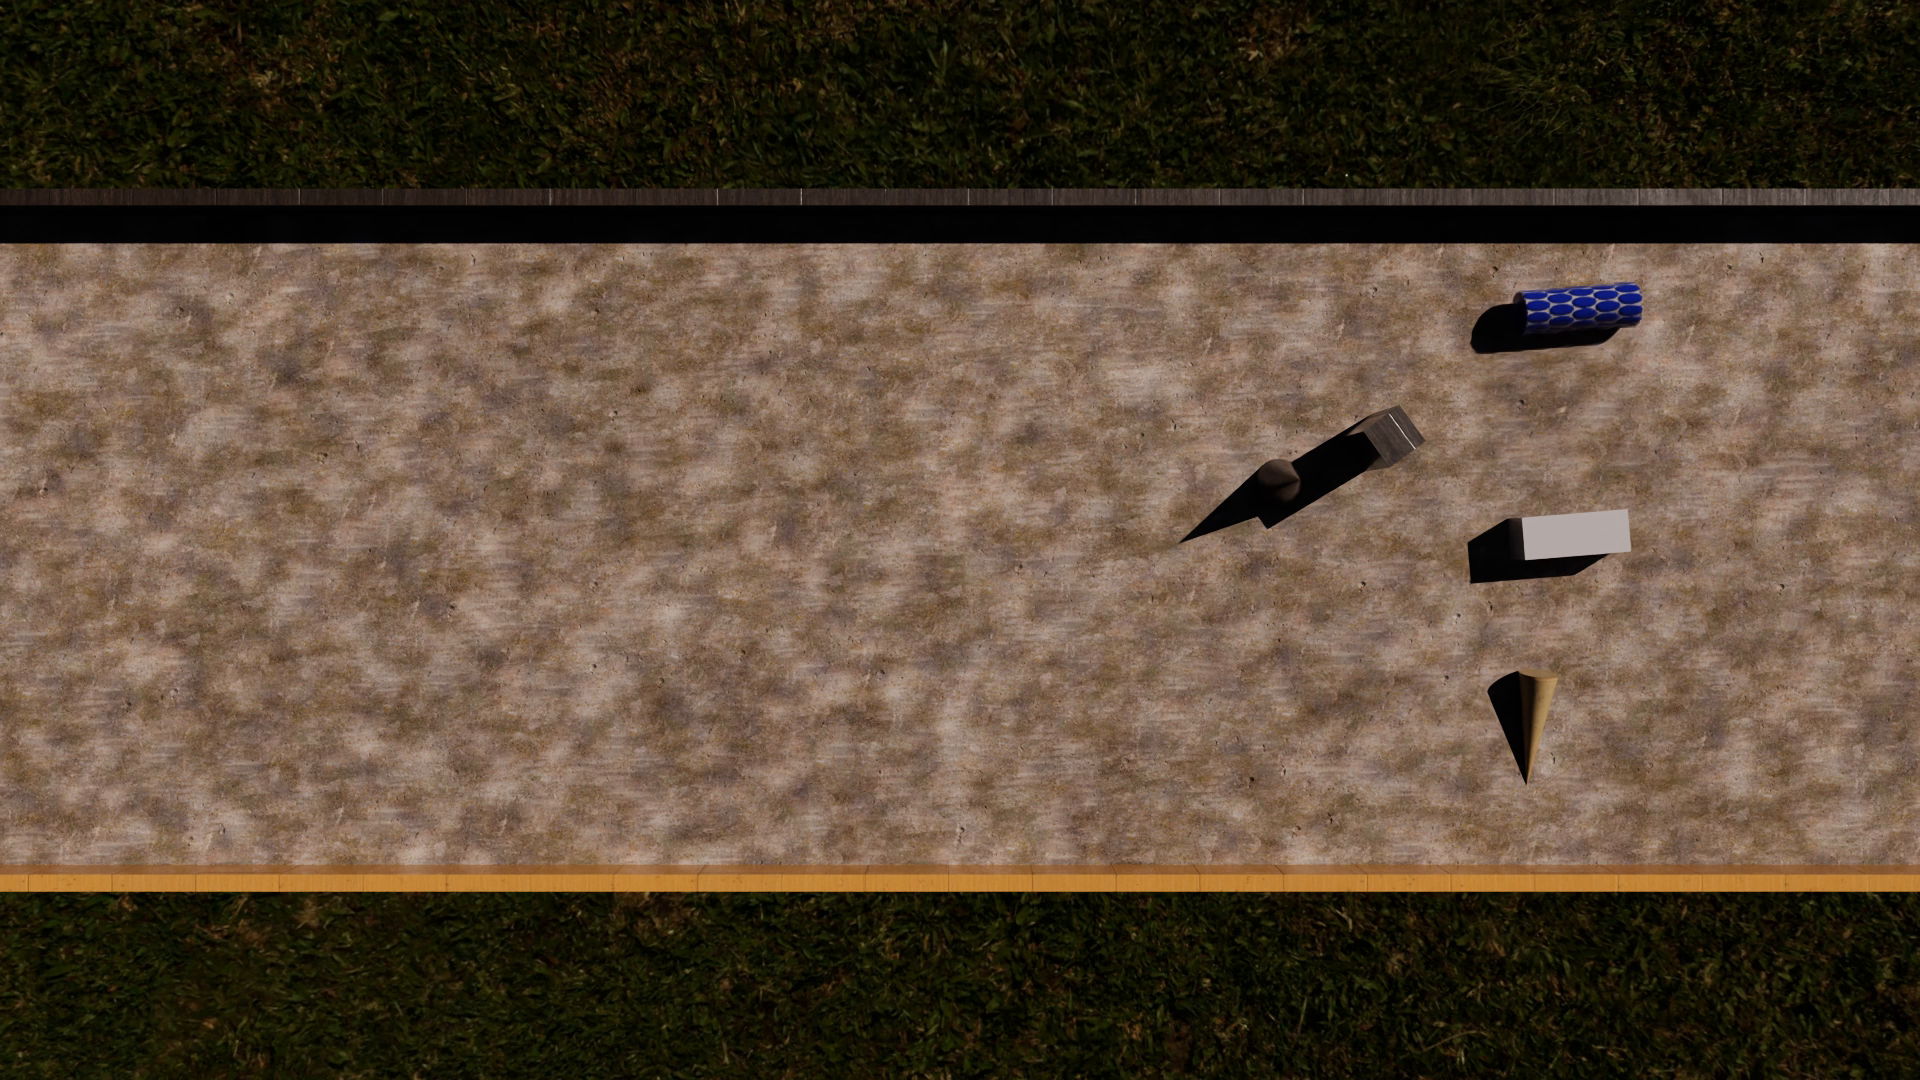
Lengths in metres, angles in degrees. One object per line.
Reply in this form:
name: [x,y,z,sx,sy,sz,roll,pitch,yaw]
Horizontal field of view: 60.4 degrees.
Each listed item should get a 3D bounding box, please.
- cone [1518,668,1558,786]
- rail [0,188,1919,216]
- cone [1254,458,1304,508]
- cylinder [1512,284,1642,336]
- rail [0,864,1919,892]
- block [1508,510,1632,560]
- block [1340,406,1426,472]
cone: [1.752,0.583,5.047,0.117,0.117,0.360,3,99,0]
rail: [-2.247,-1.025,5.002,12.000,0.150,0.050,0,90,0]
cone: [0.981,-0.174,4.916,0.151,0.321,0.151,0,90,0]
cylinder: [1.873,-0.700,5.011,0.348,0.131,0.131,-4,90,0]
rail: [-2.247,1.025,5.001,12.000,0.150,0.050,0,90,0]
block: [1.850,-0.016,5.013,0.319,0.128,0.128,-5,90,0]
block: [1.258,-0.300,4.924,0.129,0.305,0.129,-36,90,0]
